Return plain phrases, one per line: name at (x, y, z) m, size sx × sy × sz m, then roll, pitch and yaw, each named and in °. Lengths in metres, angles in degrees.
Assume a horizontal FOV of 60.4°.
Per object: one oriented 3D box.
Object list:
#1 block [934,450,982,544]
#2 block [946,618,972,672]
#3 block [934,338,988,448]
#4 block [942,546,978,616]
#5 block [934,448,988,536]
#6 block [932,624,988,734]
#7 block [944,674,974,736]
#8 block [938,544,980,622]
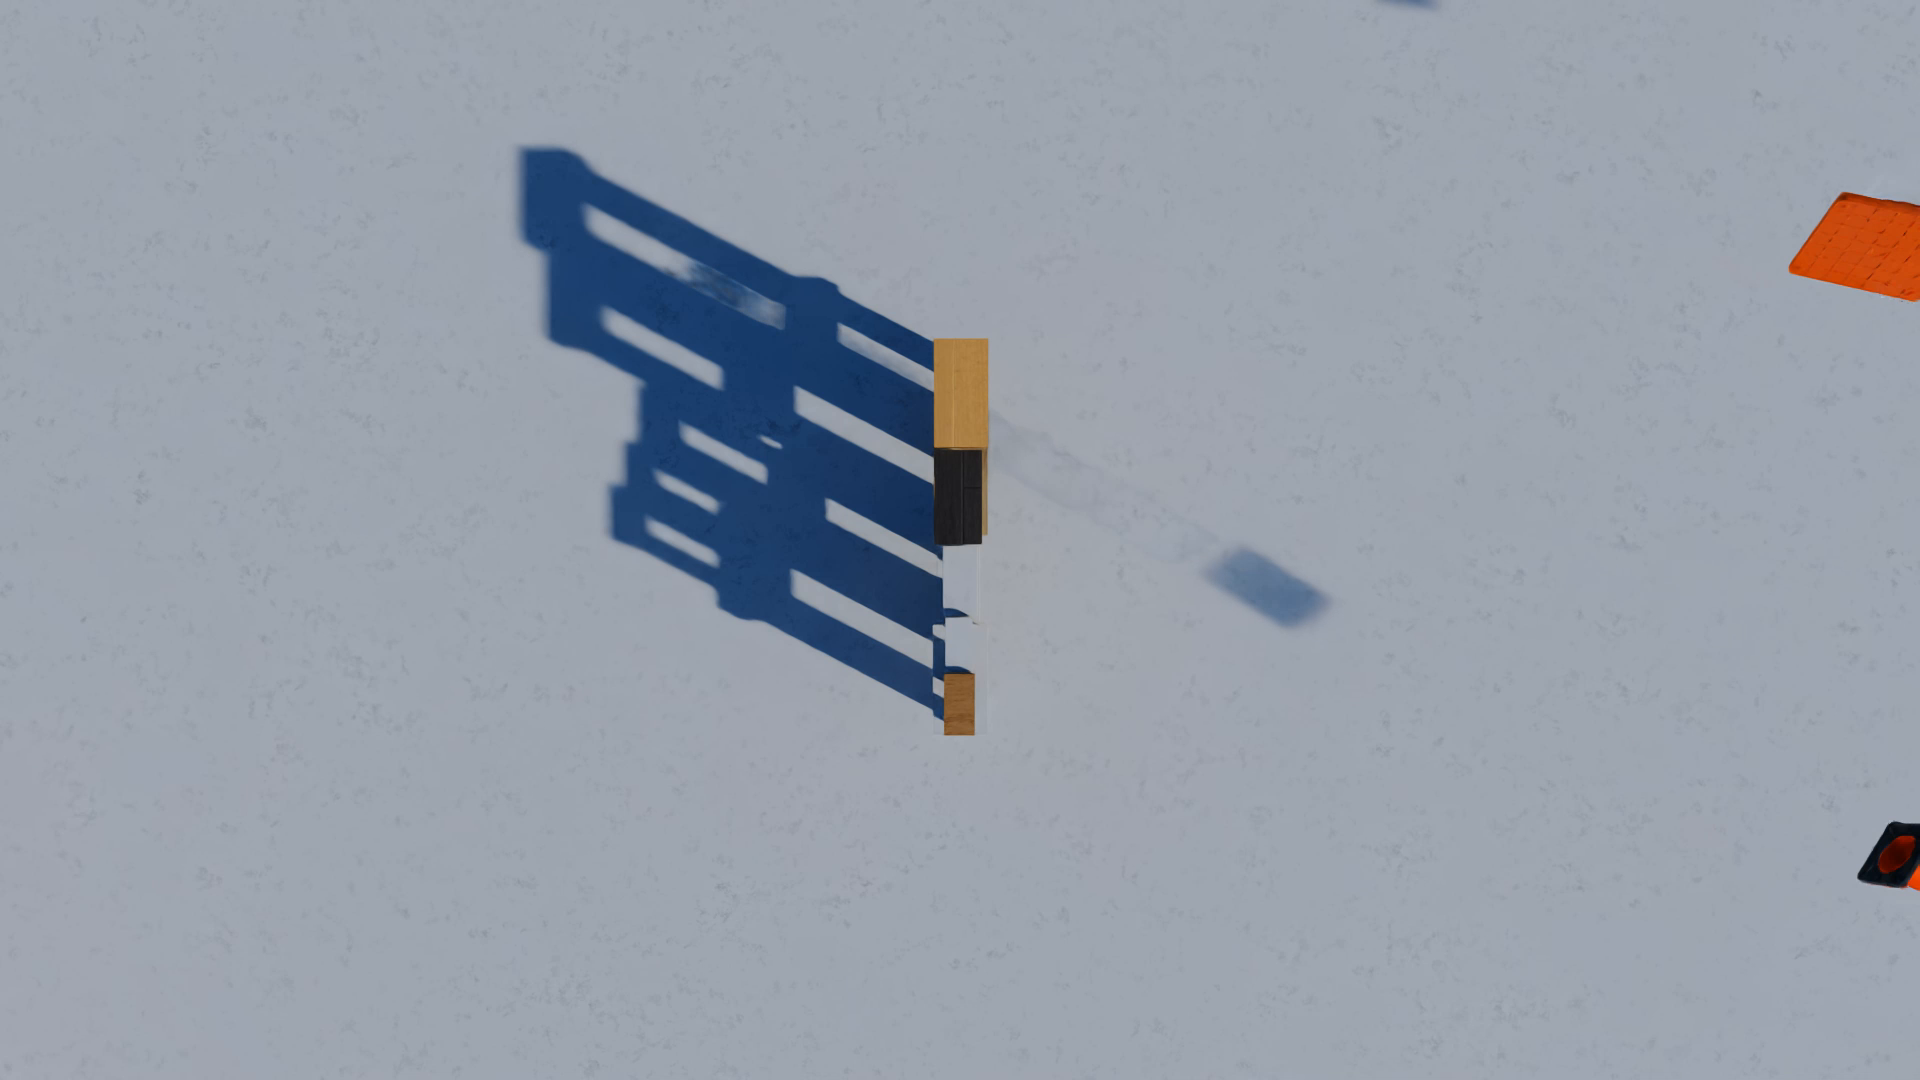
block at (-0.005, -0.125, 4.823) m, size 0.138 × 0.039 × 0.275 m, roll 0°, pitch 90°, yaw 0°
block at (-0.003, 0.313, 4.938) m, size 0.081 × 0.023 × 0.162 m, roll 0°, pitch 90°, yaw 0°
block at (0.003, -0.425, 4.781) m, size 0.157 × 0.044 × 0.314 m, roll 0°, pitch 90°, yaw 0°
block at (0.001, 0.122, 4.970) m, size 0.104 × 0.030 × 0.209 m, roll 0°, pitch 90°, yaw 0°
block at (0.002, -0.183, 5.141) m, size 0.167 × 0.047 × 0.335 m, roll 0°, pitch 90°, yaw 0°
block at (0.001, 0.433, 5.136) m, size 0.170 × 0.048 × 0.340 m, roll 0°, pitch 90°, yaw 0°
block at (-0.001, 0.490, 4.916) m, size 0.091 × 0.026 × 0.183 m, roll 0°, pitch 90°, yaw 0°
block at (-0.005, 0.124, 5.213) m, size 0.134 × 0.038 × 0.268 m, roll 0°, pitch 90°, yaw 0°
